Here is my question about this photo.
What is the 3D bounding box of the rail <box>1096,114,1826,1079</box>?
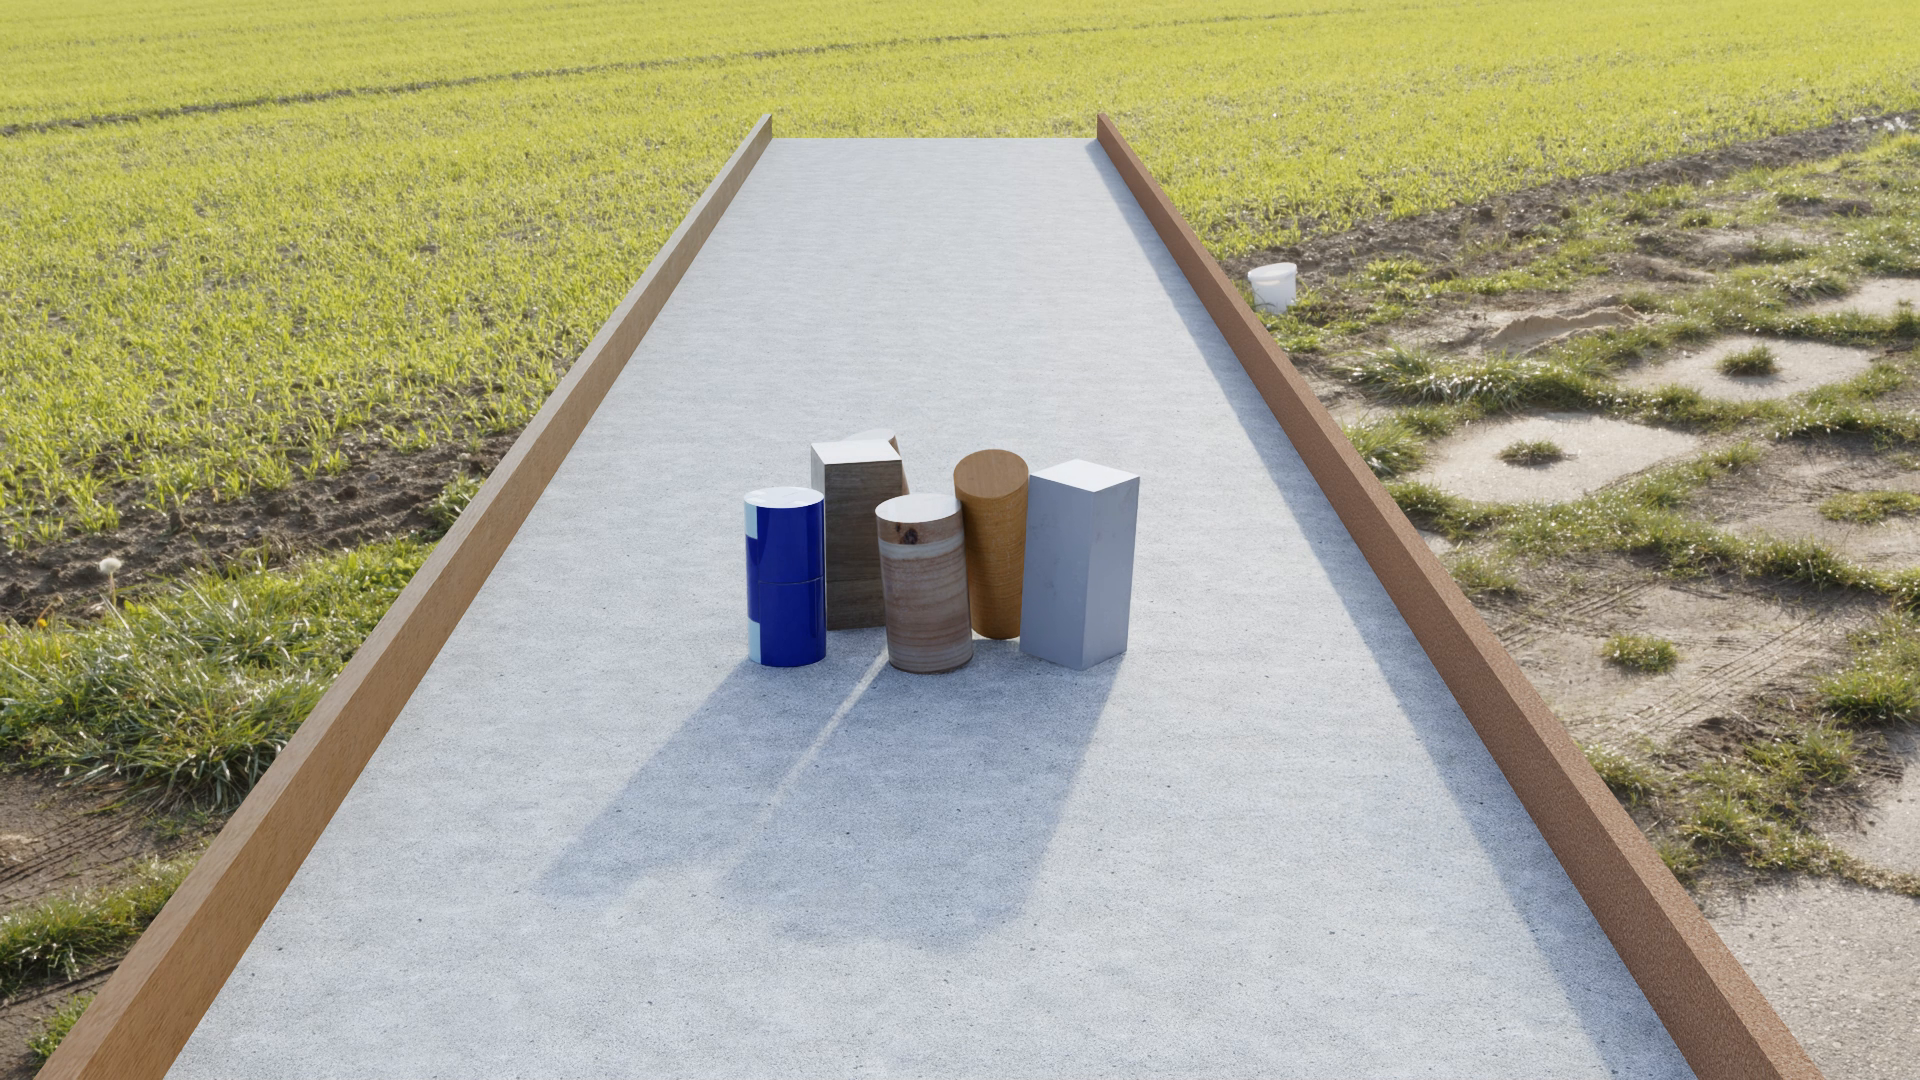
[{"bbox_3d":[0.932,-0.844,7.801,0.050,0.150,12.000,0,17,-1],"label":"rail"}]

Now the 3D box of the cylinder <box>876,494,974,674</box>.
[{"bbox_3d":[-0.069,0.085,4.357,0.171,0.318,0.171,-4,20,1],"label":"cylinder"}]

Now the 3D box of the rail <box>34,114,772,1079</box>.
[{"bbox_3d":[-1.118,-0.838,7.780,0.050,0.150,12.000,0,17,-1],"label":"rail"}]

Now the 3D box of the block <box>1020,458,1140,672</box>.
[{"bbox_3d":[0.238,0.048,4.396,0.157,0.373,0.157,17,23,36],"label":"block"}]

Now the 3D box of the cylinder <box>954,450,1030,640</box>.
[{"bbox_3d":[0.075,0.012,4.460,0.149,0.387,0.149,-3,42,3],"label":"cylinder"}]

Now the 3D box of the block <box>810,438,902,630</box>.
[{"bbox_3d":[-0.218,-0.012,4.625,0.162,0.362,0.162,-4,19,-13],"label":"block"}]

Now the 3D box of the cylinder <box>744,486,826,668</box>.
[{"bbox_3d":[-0.349,0.073,4.403,0.158,0.329,0.158,0,17,0],"label":"cylinder"}]

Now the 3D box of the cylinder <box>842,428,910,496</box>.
[{"bbox_3d":[-0.163,-0.058,4.781,0.129,0.345,0.129,-12,20,5],"label":"cylinder"}]
